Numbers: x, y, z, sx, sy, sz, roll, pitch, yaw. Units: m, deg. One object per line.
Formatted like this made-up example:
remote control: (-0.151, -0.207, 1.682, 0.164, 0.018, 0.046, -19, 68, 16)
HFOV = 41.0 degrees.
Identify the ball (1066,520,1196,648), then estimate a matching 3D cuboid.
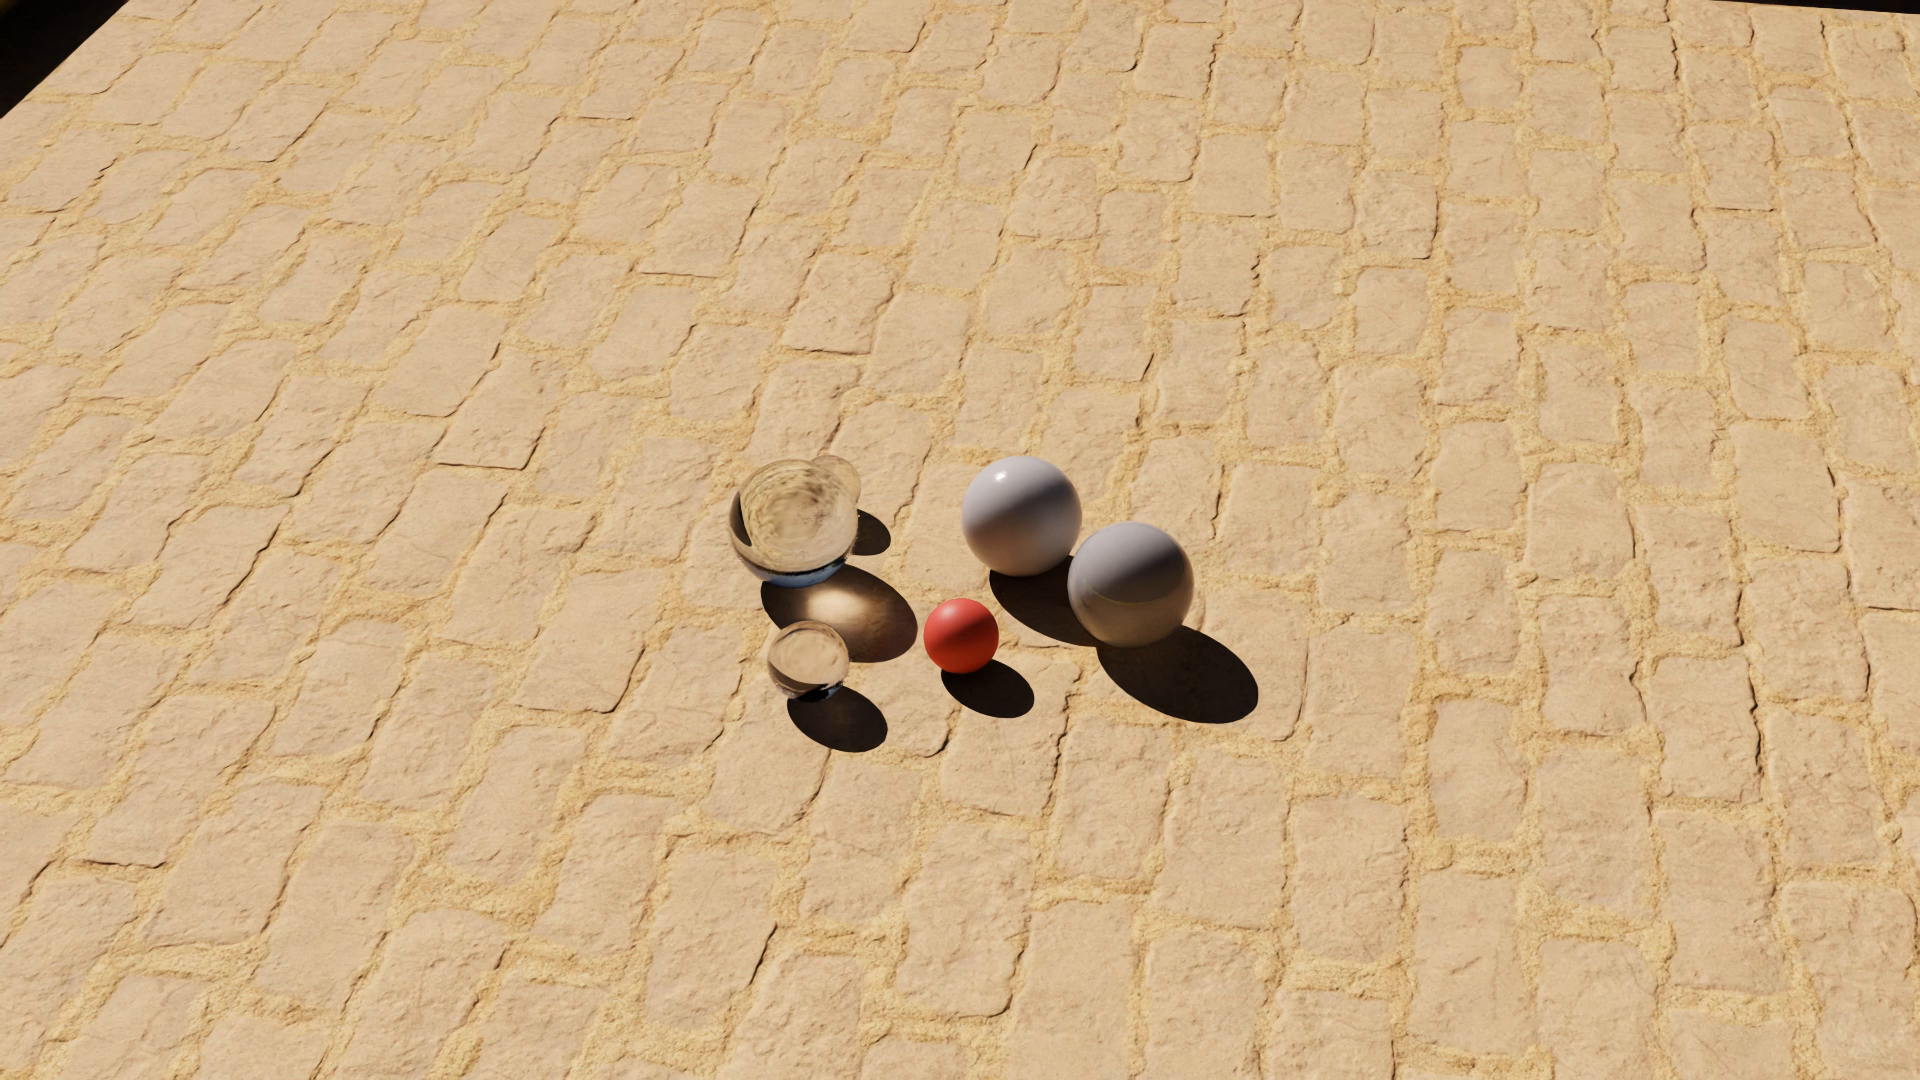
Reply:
ball: (0.111, 0.029, 1.667, 0.083, 0.083, 0.083, 0, 35, 0)

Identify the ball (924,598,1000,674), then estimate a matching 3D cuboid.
ball: (0.001, 0.062, 1.650, 0.049, 0.049, 0.049, 0, 35, 0)

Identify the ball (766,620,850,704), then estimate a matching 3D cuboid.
ball: (-0.096, 0.077, 1.625, 0.053, 0.053, 0.053, 0, 35, 0)

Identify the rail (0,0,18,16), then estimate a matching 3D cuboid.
rail: (-1.040, -0.129, 1.854, 0.045, 0.120, 2.342, 6, 36, 8)

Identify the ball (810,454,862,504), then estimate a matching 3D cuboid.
ball: (-0.092, -0.037, 1.791, 0.046, 0.046, 0.046, 0, 35, 0)

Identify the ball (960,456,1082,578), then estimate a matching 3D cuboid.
ball: (0.041, -0.016, 1.730, 0.082, 0.082, 0.082, 0, 35, 0)

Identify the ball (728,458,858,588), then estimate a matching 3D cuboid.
ball: (-0.112, -0.011, 1.720, 0.087, 0.087, 0.087, 0, 35, 0)
